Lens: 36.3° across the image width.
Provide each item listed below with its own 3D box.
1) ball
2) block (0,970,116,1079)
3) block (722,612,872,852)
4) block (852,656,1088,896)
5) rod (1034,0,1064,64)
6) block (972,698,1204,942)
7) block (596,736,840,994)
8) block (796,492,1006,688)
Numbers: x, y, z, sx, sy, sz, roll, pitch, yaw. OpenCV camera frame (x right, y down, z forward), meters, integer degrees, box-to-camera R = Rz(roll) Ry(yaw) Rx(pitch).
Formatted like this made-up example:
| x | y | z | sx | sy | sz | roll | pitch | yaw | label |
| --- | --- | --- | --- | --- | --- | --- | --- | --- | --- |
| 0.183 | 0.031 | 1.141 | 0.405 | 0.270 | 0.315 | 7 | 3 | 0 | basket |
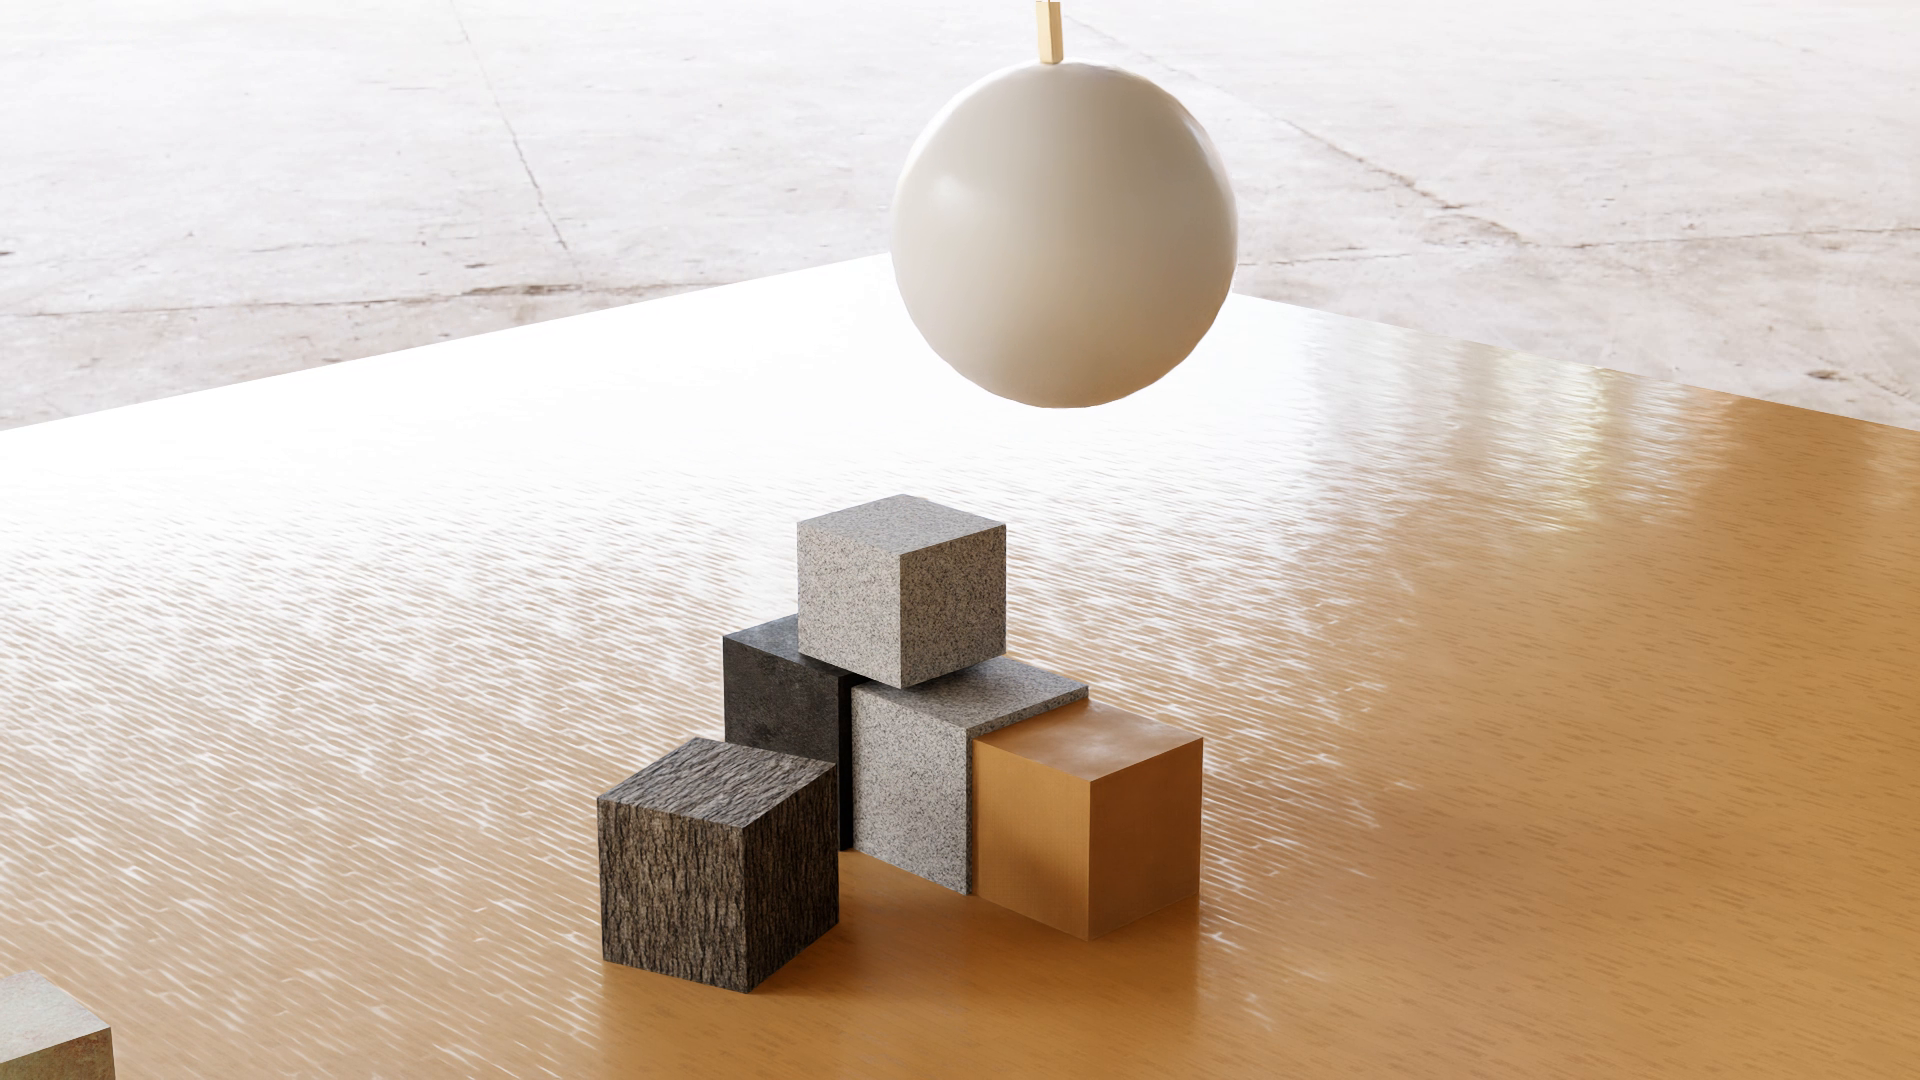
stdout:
| x | y | z | sx | sy | sz | roll | pitch | yaw | label |
| --- | --- | --- | --- | --- | --- | --- | --- | --- | --- |
| 0.474 | -1.398 | 13.399 | 1.600 | 1.600 | 1.600 | 0 | 17 | 0 | ball |
| -3.560 | 2.057 | 10.794 | 0.669 | 0.602 | 0.643 | -15 | 23 | -40 | block |
| -0.528 | 0.862 | 14.156 | 0.903 | 0.867 | 0.814 | -17 | 24 | -42 | block |
| 0.047 | 1.058 | 13.639 | 0.800 | 0.804 | 0.749 | -17 | 24 | -42 | block |
| 0.205 | -4.541 | 12.130 | 0.080 | 5.200 | 0.080 | 17 | 30 | 42 | rod |
| 0.569 | 1.238 | 13.153 | 0.744 | 0.751 | 0.712 | -17 | 24 | -42 | block |
| -1.034 | 1.389 | 12.668 | 0.719 | 0.753 | 0.795 | 9 | 19 | 26 | block |
| -0.271 | 0.225 | 13.671 | 0.679 | 0.639 | 0.699 | -16 | 24 | -42 | block |
